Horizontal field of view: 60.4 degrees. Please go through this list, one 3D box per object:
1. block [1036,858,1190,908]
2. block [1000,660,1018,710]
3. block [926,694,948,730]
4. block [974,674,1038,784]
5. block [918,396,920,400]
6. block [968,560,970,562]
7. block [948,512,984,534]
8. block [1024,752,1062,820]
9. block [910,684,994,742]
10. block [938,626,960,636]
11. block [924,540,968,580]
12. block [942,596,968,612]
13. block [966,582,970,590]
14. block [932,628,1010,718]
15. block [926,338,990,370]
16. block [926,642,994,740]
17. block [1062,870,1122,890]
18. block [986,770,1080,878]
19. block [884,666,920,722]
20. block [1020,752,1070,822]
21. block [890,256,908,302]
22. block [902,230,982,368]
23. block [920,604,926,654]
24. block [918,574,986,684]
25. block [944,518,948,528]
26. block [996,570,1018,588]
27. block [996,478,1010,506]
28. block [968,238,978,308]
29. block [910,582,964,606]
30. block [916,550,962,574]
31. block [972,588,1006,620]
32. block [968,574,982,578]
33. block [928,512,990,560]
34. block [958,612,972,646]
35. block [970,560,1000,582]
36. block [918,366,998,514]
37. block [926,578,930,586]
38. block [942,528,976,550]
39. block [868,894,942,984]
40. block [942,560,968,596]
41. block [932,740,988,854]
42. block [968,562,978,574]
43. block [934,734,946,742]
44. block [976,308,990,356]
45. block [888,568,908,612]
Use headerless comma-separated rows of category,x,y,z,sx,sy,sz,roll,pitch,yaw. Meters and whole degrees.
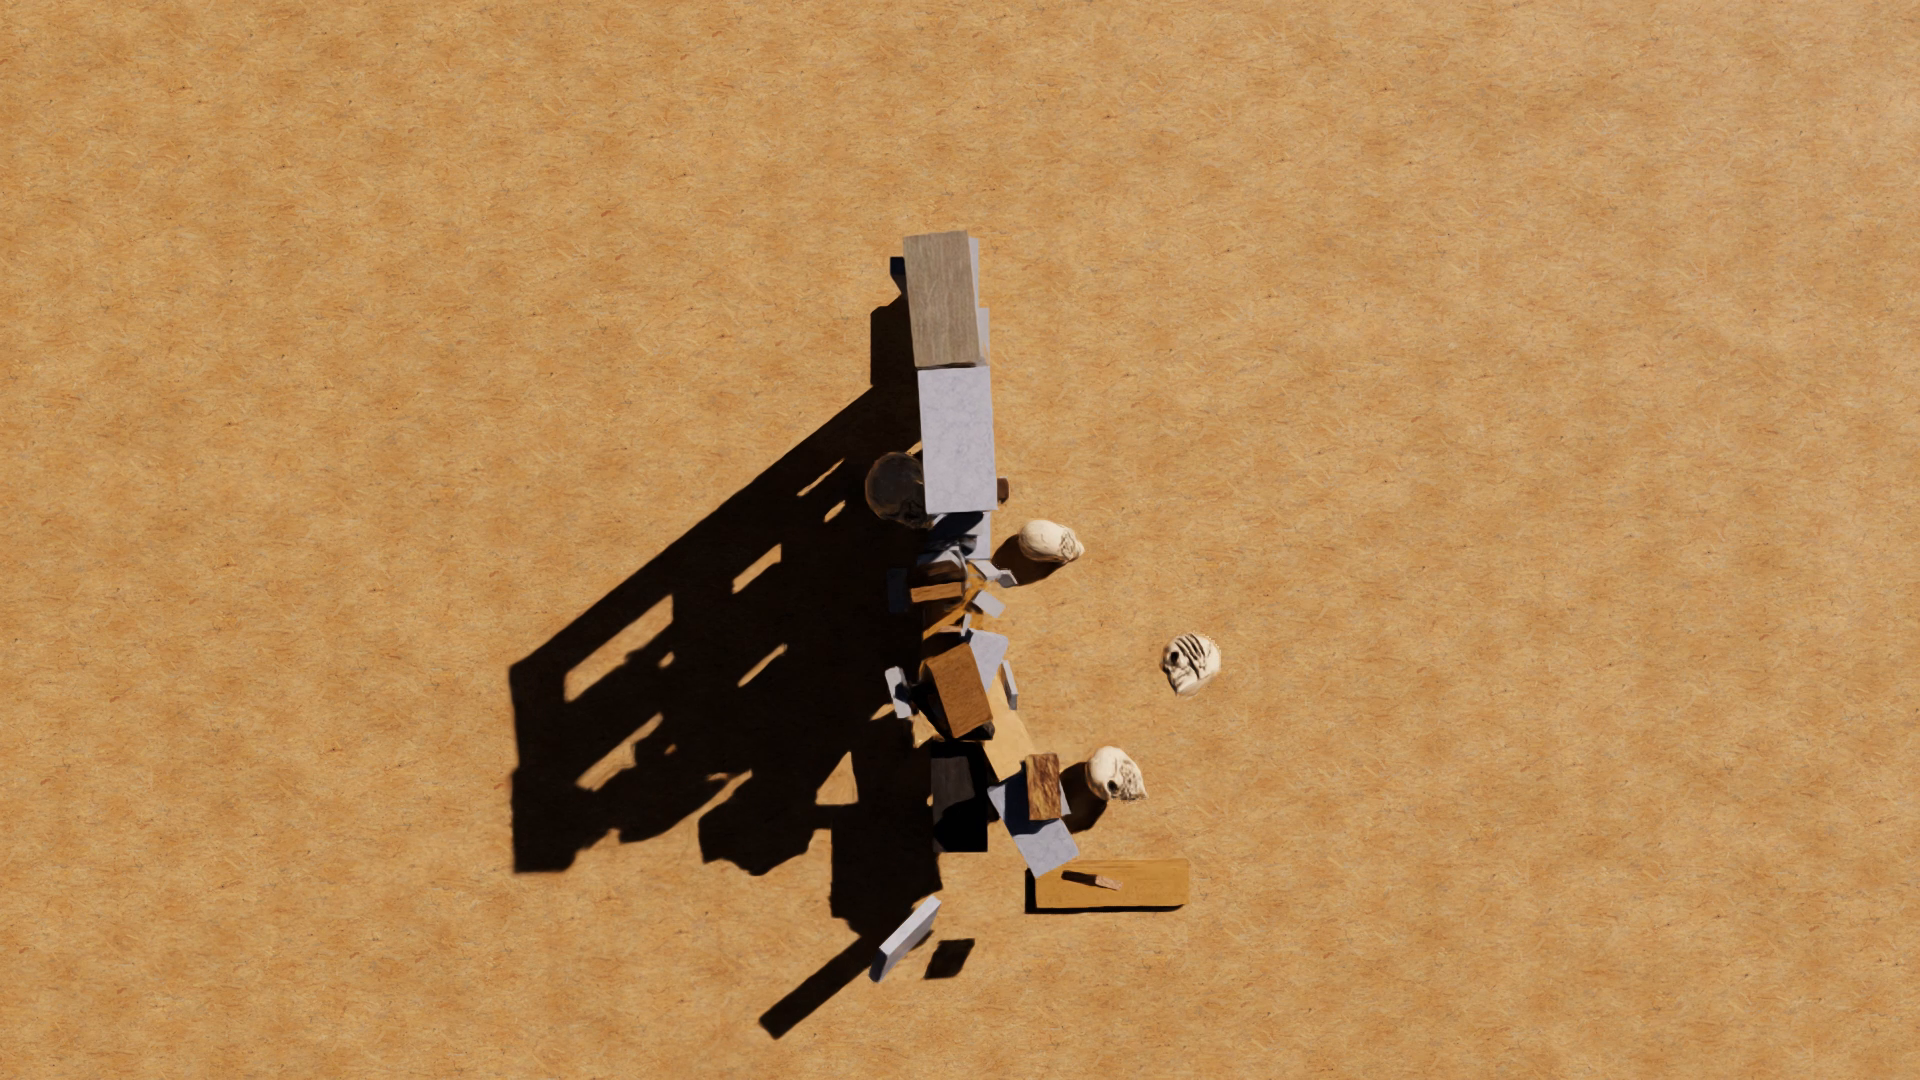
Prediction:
block,0.504,1.141,5.479,0.507,0.041,0.145,-1,90,0
block,0.141,0.416,4.753,0.019,0.134,0.067,-6,134,-11
block,-0.042,0.503,4.829,0.067,0.019,0.140,-6,130,24
block,0.128,0.616,5.105,0.153,0.043,0.584,-20,72,-24
block,-0.013,-0.345,4.119,0.170,0.340,0.048,-2,89,0
block,-0.003,0.054,4.809,0.065,0.251,0.018,1,89,0
block,0.013,-0.110,4.315,0.095,0.027,0.190,-1,94,-2
block,0.245,0.725,4.848,0.095,0.027,0.190,-5,96,-4
block,-0.020,0.517,4.941,0.153,0.307,0.043,-6,57,20
block,-0.030,0.262,4.761,0.063,0.125,0.018,-3,83,-1
block,-0.036,0.057,4.500,0.091,0.307,0.026,-2,74,5
block,-0.014,0.182,4.742,0.063,0.125,0.018,-31,84,4
block,-0.007,0.136,4.727,0.065,0.131,0.018,-10,88,5
block,0.032,0.392,4.753,0.131,0.037,0.272,14,105,-34
block,-0.011,-0.456,4.130,0.156,0.312,0.044,-3,89,4
block,0.000,0.431,4.707,0.131,0.037,0.263,-26,123,-15
block,0.399,1.032,5.002,0.095,0.190,0.027,20,76,-26
block,0.220,0.845,4.946,0.153,0.043,0.307,-29,101,2
block,-0.168,0.458,4.877,0.041,0.290,0.145,-17,82,1
block,0.252,0.731,4.882,0.095,0.027,0.190,-18,97,5
block,-0.044,-0.662,4.736,0.156,1.522,0.044,-1,90,4
block,-0.044,-0.576,3.952,0.156,0.044,0.312,-6,90,4
block,-0.032,0.299,5.054,0.167,0.334,0.047,7,115,-3
block,-0.023,0.270,4.851,0.167,0.047,0.334,6,102,-2
block,0.007,-0.047,4.430,0.095,0.190,0.027,0,91,-3
block,0.138,0.118,5.002,0.049,0.097,0.014,-7,62,16
block,0.025,-0.113,4.123,0.170,0.354,0.048,-4,88,-2
block,-0.001,-0.836,5.244,0.120,0.034,0.239,0,90,0
block,-0.058,0.146,4.472,0.131,0.263,0.037,-8,86,1
block,-0.056,0.060,4.359,0.091,0.182,0.026,-10,80,7
block,0.084,0.185,4.806,0.097,0.014,0.049,36,89,-25
block,-0.010,0.122,5.074,0.167,0.445,0.047,5,99,-1
block,-0.003,-0.121,4.548,0.173,0.049,0.346,0,93,0
block,0.010,0.279,4.781,0.019,0.067,0.134,14,91,1
block,0.074,0.085,4.834,0.049,0.097,0.014,-12,127,-27
block,-0.005,-0.235,3.920,0.170,0.048,0.340,-3,88,-1
block,-0.043,0.259,5.244,0.142,0.040,0.283,4,117,-1
block,-0.002,-0.001,4.439,0.091,0.182,0.026,0,79,0
block,-0.173,1.246,5.155,0.041,0.290,0.145,33,129,18
block,-0.014,0.088,4.661,0.065,0.018,0.131,2,77,7
block,-0.001,0.798,5.130,0.170,0.048,0.340,-1,88,0
block,-0.001,-0.043,4.945,0.145,0.041,0.291,1,97,0
block,-0.002,0.677,5.329,0.170,0.340,0.048,0,92,0
block,-0.003,-0.465,4.526,0.167,0.047,0.334,-1,90,0
block,-0.181,0.146,4.781,0.063,0.018,0.125,-8,82,41
